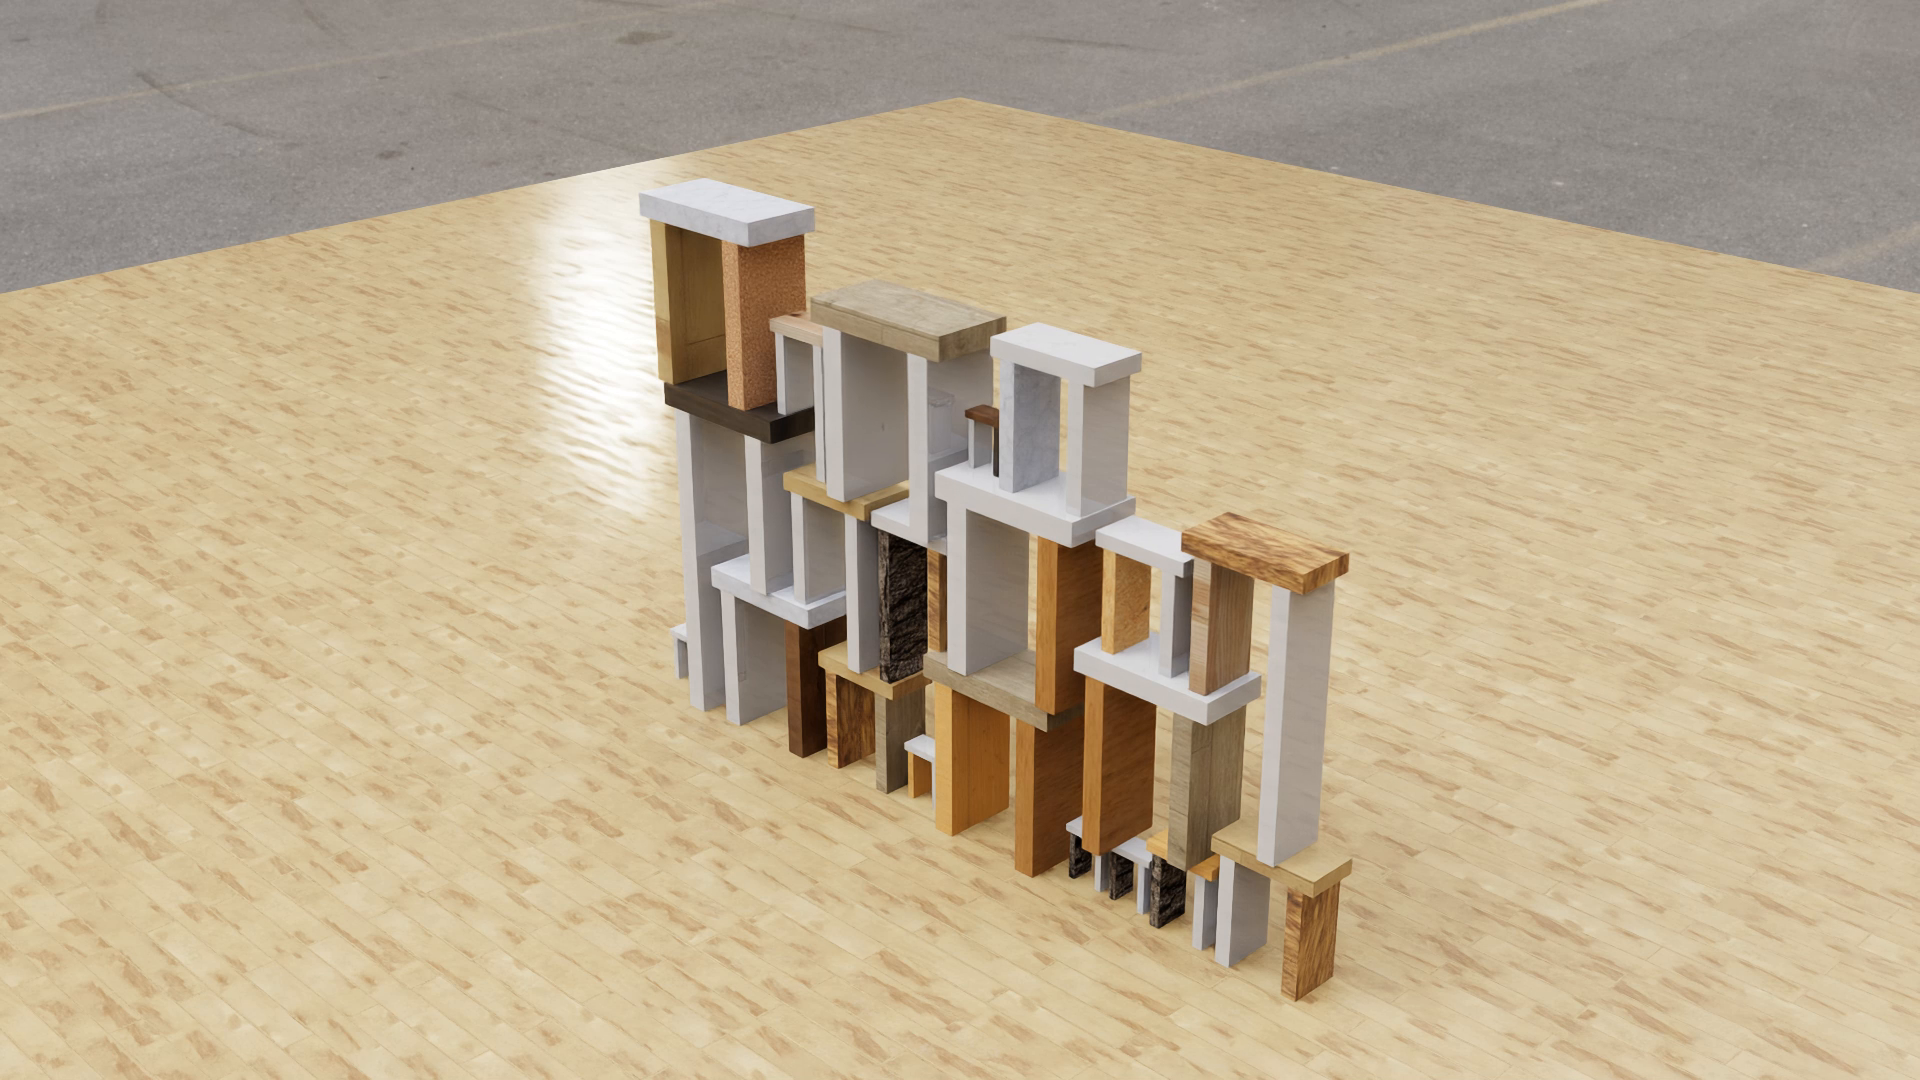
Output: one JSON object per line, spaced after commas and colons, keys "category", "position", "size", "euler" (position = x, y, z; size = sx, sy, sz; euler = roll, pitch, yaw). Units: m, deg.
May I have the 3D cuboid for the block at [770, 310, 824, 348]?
{"category": "block", "position": [-0.290, -0.418, 4.364], "size": [0.169, 0.024, 0.085], "euler": [21, 31, 41]}

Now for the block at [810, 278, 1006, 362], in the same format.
{"category": "block", "position": [-0.100, -0.418, 4.161], "size": [0.352, 0.050, 0.176], "euler": [21, 31, 41]}

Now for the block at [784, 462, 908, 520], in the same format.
{"category": "block", "position": [-0.231, -0.103, 4.427], "size": [0.121, 0.034, 0.242], "euler": [-21, 31, -41]}

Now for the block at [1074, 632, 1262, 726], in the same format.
{"category": "block", "position": [0.368, 0.236, 3.921], "size": [0.305, 0.043, 0.153], "euler": [21, 31, 40]}

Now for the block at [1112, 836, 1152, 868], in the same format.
{"category": "block", "position": [0.330, 0.579, 4.110], "size": [0.104, 0.015, 0.052], "euler": [21, 31, 40]}

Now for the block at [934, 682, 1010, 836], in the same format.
{"category": "block", "position": [0.026, 0.409, 4.375], "size": [0.047, 0.328, 0.164], "euler": [21, 31, 41]}

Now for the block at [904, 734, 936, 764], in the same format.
{"category": "block", "position": [-0.057, 0.427, 4.465], "size": [0.105, 0.015, 0.053], "euler": [21, 31, 41]}

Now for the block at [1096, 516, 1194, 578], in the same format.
{"category": "block", "position": [0.345, 0.010, 3.850], "size": [0.200, 0.028, 0.100], "euler": [21, 31, 40]}

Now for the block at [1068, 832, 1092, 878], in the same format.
{"category": "block", "position": [0.232, 0.597, 4.226], "size": [0.014, 0.099, 0.049], "euler": [21, 31, 41]}

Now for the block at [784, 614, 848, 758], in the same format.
{"category": "block", "position": [-0.294, 0.293, 4.671], "size": [0.044, 0.312, 0.156], "euler": [21, 31, 41]}

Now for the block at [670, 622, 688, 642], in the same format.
{"category": "block", "position": [-0.602, 0.215, 4.968], "size": [0.104, 0.015, 0.052], "euler": [21, 31, 41]}

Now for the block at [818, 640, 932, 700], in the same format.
{"category": "block", "position": [-0.175, 0.262, 4.528], "size": [0.112, 0.032, 0.224], "euler": [-21, 31, -41]}

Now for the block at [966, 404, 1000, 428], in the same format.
{"category": "block", "position": [0.061, -0.228, 4.066], "size": [0.096, 0.014, 0.048], "euler": [21, 31, 41]}

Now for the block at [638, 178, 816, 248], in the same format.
{"category": "block", "position": [-0.475, -0.667, 4.462], "size": [0.347, 0.049, 0.174], "euler": [21, 31, 41]}

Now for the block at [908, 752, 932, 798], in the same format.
{"category": "block", "position": [-0.082, 0.473, 4.512], "size": [0.015, 0.105, 0.053], "euler": [21, 31, 41]}

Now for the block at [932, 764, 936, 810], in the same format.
{"category": "block", "position": [-0.032, 0.492, 4.466], "size": [0.015, 0.105, 0.053], "euler": [21, 31, 41]}

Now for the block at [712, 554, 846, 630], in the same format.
{"category": "block", "position": [-0.368, 0.100, 4.670], "size": [0.312, 0.044, 0.156], "euler": [21, 31, 41]}

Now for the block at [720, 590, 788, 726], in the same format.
{"category": "block", "position": [-0.441, 0.235, 4.807], "size": [0.044, 0.312, 0.156], "euler": [21, 31, 41]}

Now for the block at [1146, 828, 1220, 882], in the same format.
{"category": "block", "position": [0.422, 0.569, 4.000], "size": [0.153, 0.022, 0.076], "euler": [21, 31, 41]}

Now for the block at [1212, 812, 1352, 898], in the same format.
{"category": "block", "position": [0.563, 0.550, 3.854], "size": [0.222, 0.031, 0.111], "euler": [21, 31, 41]}

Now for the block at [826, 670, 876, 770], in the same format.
{"category": "block", "position": [-0.228, 0.359, 4.627], "size": [0.032, 0.224, 0.112], "euler": [21, 31, 41]}

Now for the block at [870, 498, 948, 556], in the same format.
{"category": "block", "position": [-0.062, -0.028, 4.283], "size": [0.106, 0.030, 0.212], "euler": [-21, 31, -40]}

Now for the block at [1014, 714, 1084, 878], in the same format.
{"category": "block", "position": [0.180, 0.470, 4.233], "size": [0.047, 0.328, 0.164], "euler": [21, 31, 41]}

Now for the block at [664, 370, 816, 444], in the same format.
{"category": "block", "position": [-0.441, -0.286, 4.578], "size": [0.344, 0.049, 0.172], "euler": [21, 31, 41]}

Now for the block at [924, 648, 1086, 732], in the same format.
{"category": "block", "position": [0.103, 0.267, 4.231], "size": [0.164, 0.047, 0.329], "euler": [-21, 31, -41]}

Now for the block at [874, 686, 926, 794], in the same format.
{"category": "block", "position": [-0.122, 0.401, 4.530], "size": [0.032, 0.224, 0.112], "euler": [21, 31, 41]}

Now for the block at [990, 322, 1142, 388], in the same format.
{"category": "block", "position": [0.186, -0.329, 3.887], "size": [0.248, 0.035, 0.124], "euler": [21, 31, 41]}

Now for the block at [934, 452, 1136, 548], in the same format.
{"category": "block", "position": [0.136, -0.079, 4.043], "size": [0.345, 0.049, 0.172], "euler": [21, 31, 41]}

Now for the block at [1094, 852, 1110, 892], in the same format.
{"category": "block", "position": [0.279, 0.616, 4.183], "size": [0.014, 0.099, 0.050], "euler": [21, 31, 41]}

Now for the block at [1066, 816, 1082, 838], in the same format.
{"category": "block", "position": [0.255, 0.555, 4.182], "size": [0.099, 0.014, 0.049], "euler": [21, 31, 41]}

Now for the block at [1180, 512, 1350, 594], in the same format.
{"category": "block", "position": [0.509, 0.020, 3.679], "size": [0.254, 0.036, 0.127], "euler": [21, 31, 40]}
